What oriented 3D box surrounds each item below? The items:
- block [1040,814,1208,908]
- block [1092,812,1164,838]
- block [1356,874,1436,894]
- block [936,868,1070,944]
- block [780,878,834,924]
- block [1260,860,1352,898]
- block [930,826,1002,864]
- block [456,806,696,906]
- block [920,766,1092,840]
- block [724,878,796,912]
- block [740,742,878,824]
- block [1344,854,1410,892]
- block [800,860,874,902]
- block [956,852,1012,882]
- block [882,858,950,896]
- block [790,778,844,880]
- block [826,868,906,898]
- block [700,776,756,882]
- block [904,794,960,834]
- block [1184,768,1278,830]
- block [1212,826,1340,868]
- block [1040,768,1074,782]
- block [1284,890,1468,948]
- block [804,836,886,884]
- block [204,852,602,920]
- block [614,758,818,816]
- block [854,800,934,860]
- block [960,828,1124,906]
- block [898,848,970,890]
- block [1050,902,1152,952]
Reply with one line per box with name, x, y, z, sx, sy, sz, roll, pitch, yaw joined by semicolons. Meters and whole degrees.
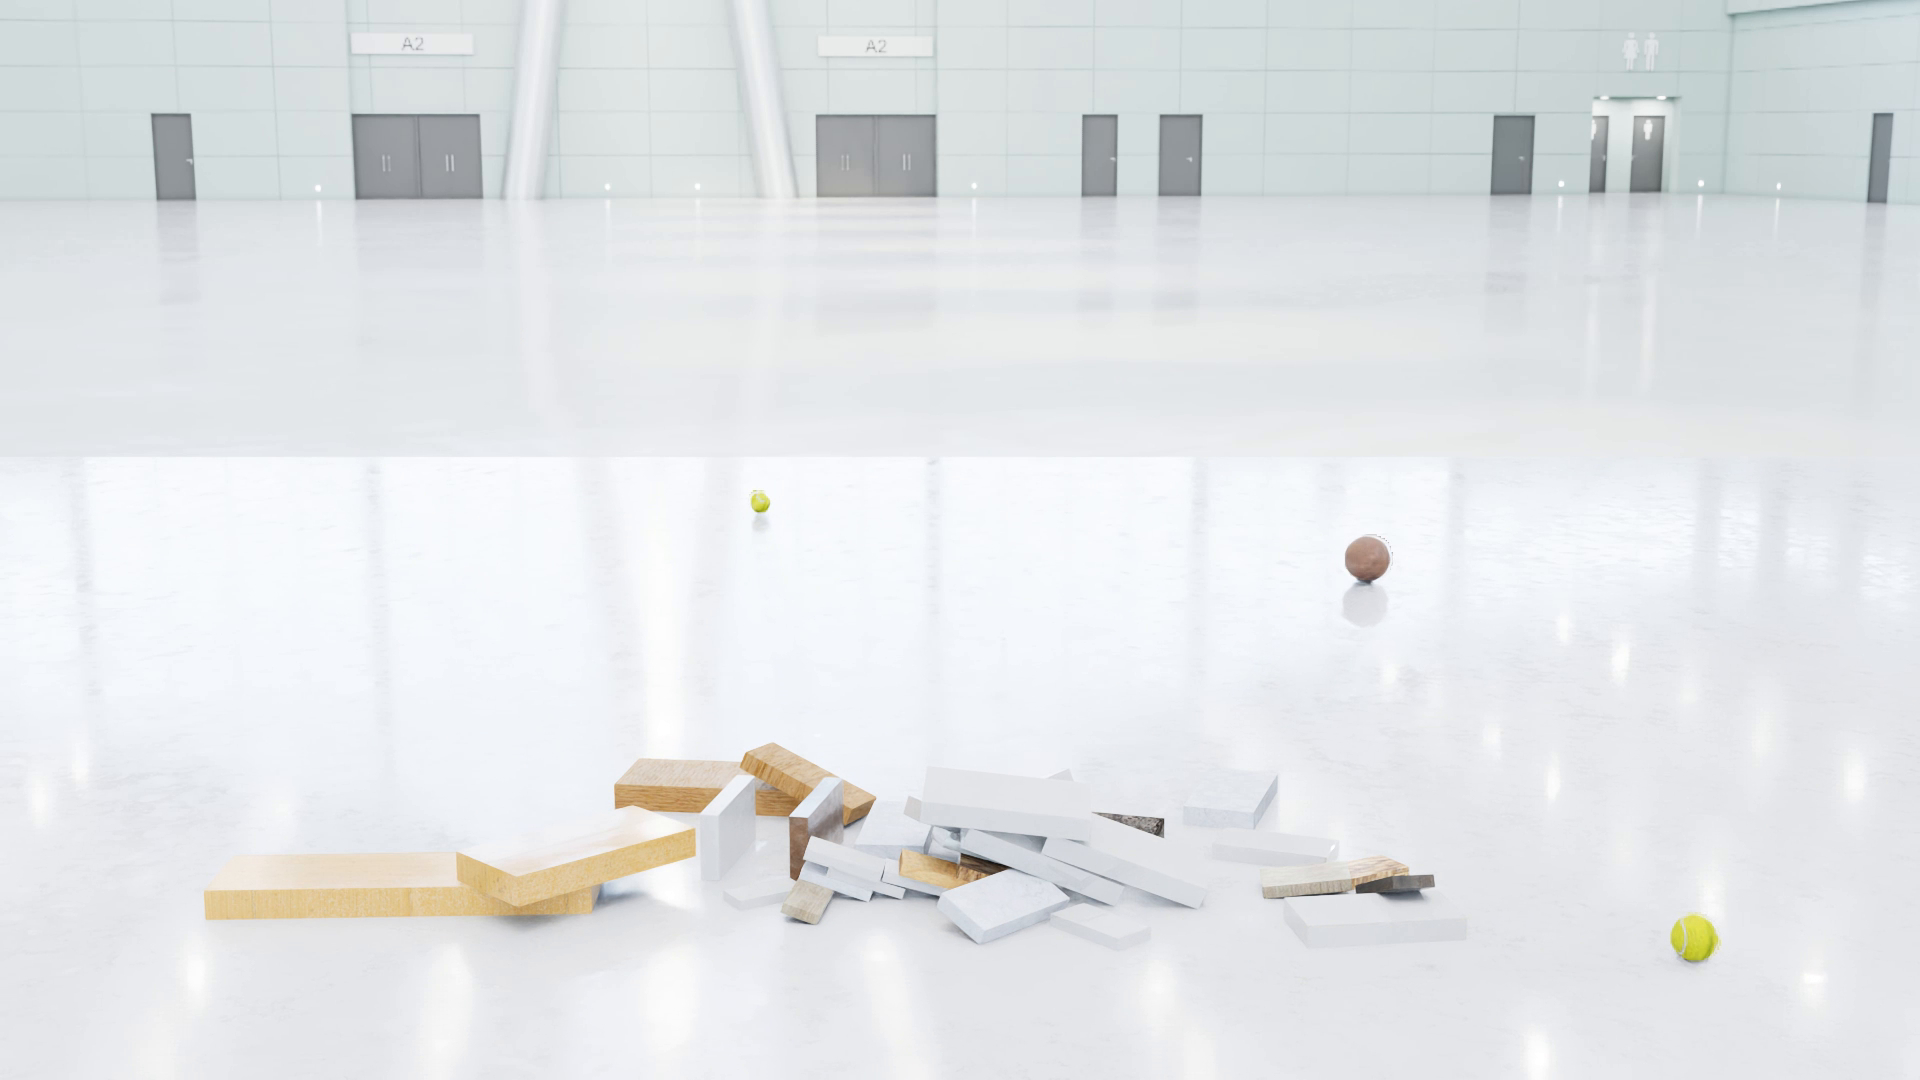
block;0.272;0.519;3.648;0.275;0.039;0.137;20;18;-2
block;0.225;0.522;3.932;0.259;0.037;0.130;3;11;17
block;0.707;0.564;3.581;0.073;0.021;0.146;0;-15;-14
block;0.071;0.582;3.531;0.203;0.029;0.101;-11;38;-45
block;-0.248;0.587;3.582;0.061;0.017;0.122;19;13;4
block;0.576;0.567;3.670;0.146;0.021;0.073;-7;15;6
block;0.012;0.518;3.772;0.101;0.029;0.203;17;-5;-5
block;-0.632;0.519;3.640;0.353;0.050;0.176;-10;15;-44
block;0.076;0.433;3.618;0.275;0.039;0.137;6;19;1
block;-0.323;0.586;3.642;0.122;0.017;0.061;-7;12;-32
block;-0.281;0.450;4.081;0.233;0.033;0.117;26;13;17
block;0.683;0.567;3.739;0.146;0.021;0.073;-6;12;-28
block;-0.203;0.565;3.659;0.122;0.017;0.061;19;12;3
block;0.069;0.561;3.653;0.149;0.021;0.075;16;10;-2
block;-0.063;0.565;3.663;0.131;0.019;0.066;15;10;-2
block;-0.248;0.502;3.822;0.033;0.117;0.233;2;11;11
block;-0.156;0.559;3.665;0.131;0.019;0.066;17;12;-3
block;-0.403;0.500;3.835;0.033;0.117;0.233;2;11;10
block;0.034;0.492;3.770;0.241;0.034;0.121;18;-5;-15
block;0.510;0.486;4.131;0.130;0.037;0.259;3;11;18
block;0.552;0.542;3.850;0.203;0.029;0.101;4;11;21
block;0.095;0.478;4.050;0.121;0.034;0.241;-22;-5;37
block;0.660;0.603;3.501;0.259;0.037;0.130;-1;11;-8
block;-0.191;0.530;3.652;0.131;0.019;0.066;18;12;0
block;-0.912;0.570;3.642;0.619;0.050;0.176;0;11;-3
block;-0.461;0.469;4.182;0.353;0.050;0.176;1;11;7
block;-0.110;0.523;3.938;0.121;0.034;0.251;1;11;6
block;0.135;0.511;3.650;0.275;0.039;0.137;22;18;-7
block;-0.027;0.554;3.654;0.149;0.021;0.075;16;10;-5
block;0.223;0.613;3.487;0.075;0.021;0.149;-9;14;-41
